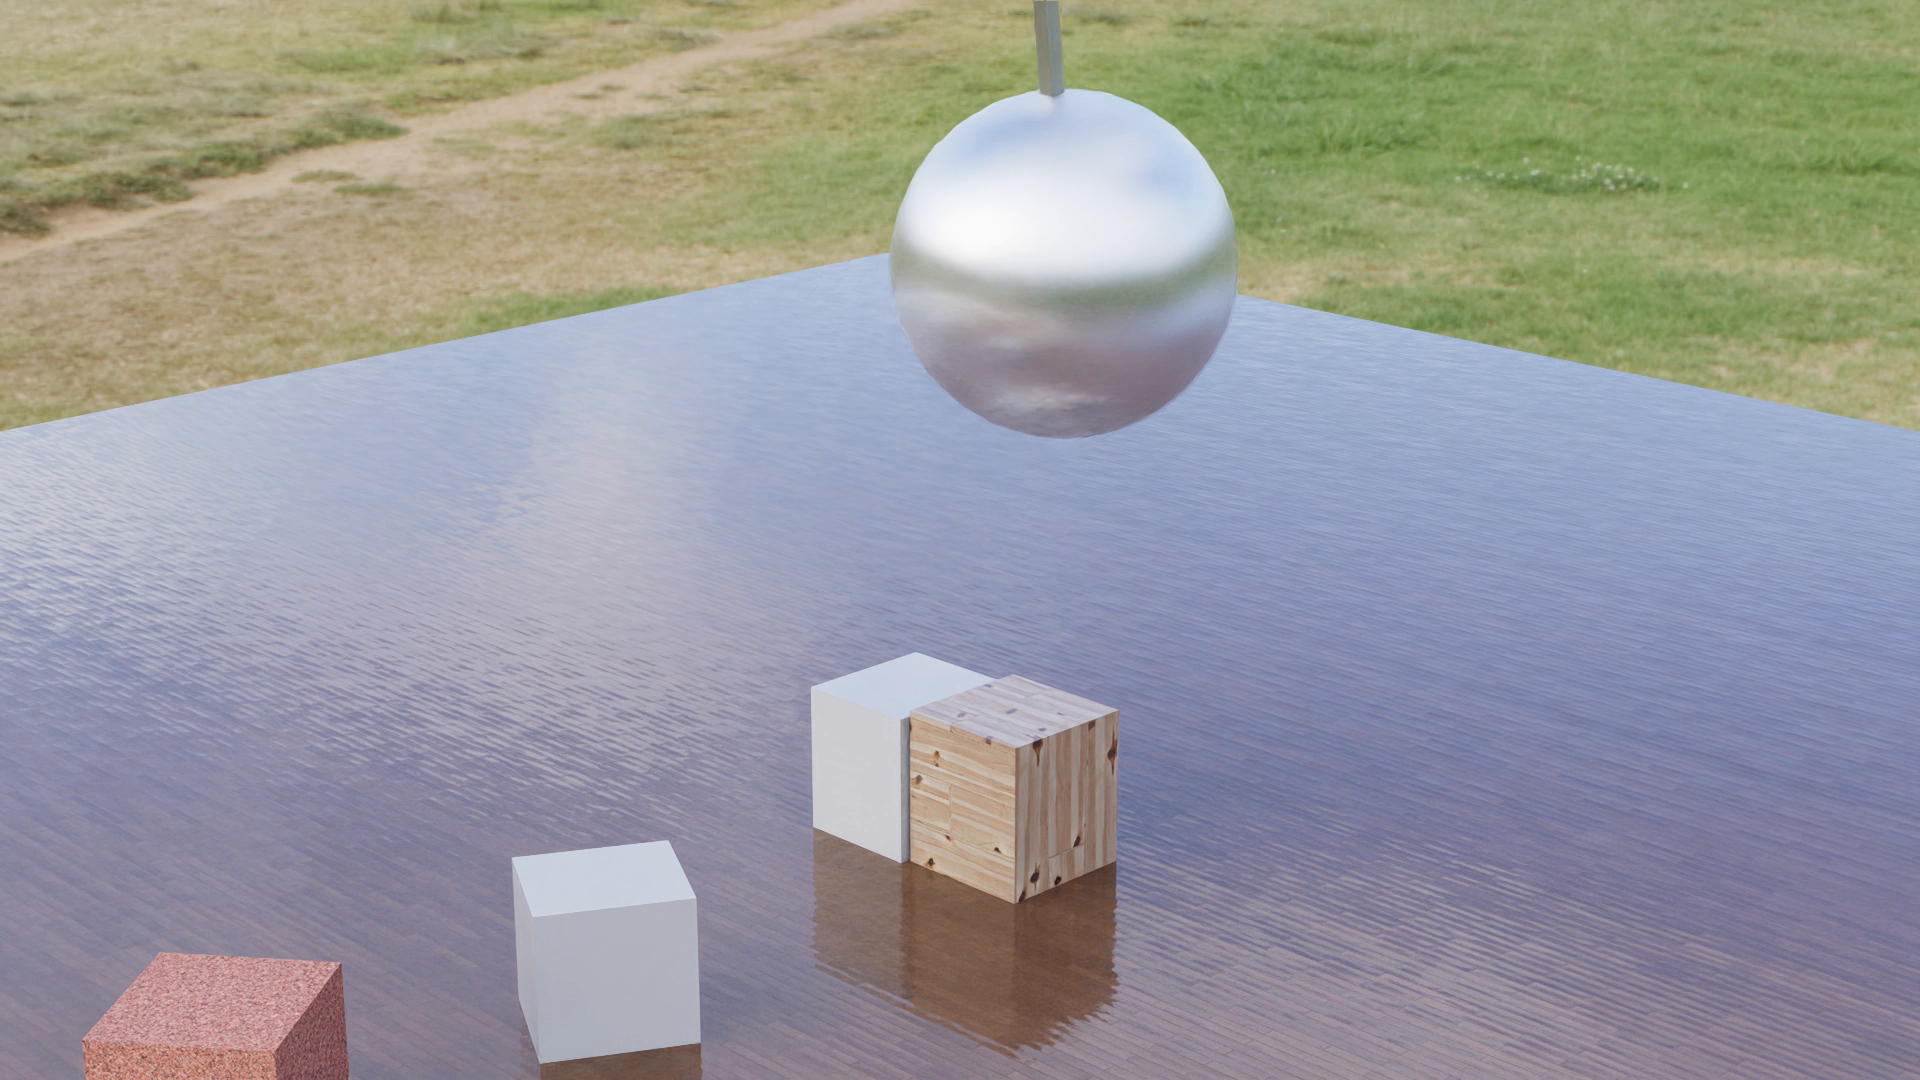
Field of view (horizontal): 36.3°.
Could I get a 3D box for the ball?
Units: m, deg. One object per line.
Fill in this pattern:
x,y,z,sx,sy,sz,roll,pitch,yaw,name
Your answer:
0.477,-1.265,13.444,1.600,1.600,1.600,0,17,0,ball

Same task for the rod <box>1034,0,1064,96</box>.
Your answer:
0.207,-4.407,12.173,0.080,5.200,0.080,17,30,42,rod

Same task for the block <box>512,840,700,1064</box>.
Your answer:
-1.446,1.671,11.963,0.652,0.639,0.604,-5,18,-15,block

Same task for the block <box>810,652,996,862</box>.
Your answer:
-0.242,1.020,13.913,0.690,0.710,0.606,-17,24,-42,block

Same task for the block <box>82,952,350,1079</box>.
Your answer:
-2.691,2.014,10.706,0.702,0.737,0.717,2,18,7,block

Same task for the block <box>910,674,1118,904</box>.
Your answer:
0.248,1.133,13.494,0.680,0.747,0.671,-17,24,-42,block
